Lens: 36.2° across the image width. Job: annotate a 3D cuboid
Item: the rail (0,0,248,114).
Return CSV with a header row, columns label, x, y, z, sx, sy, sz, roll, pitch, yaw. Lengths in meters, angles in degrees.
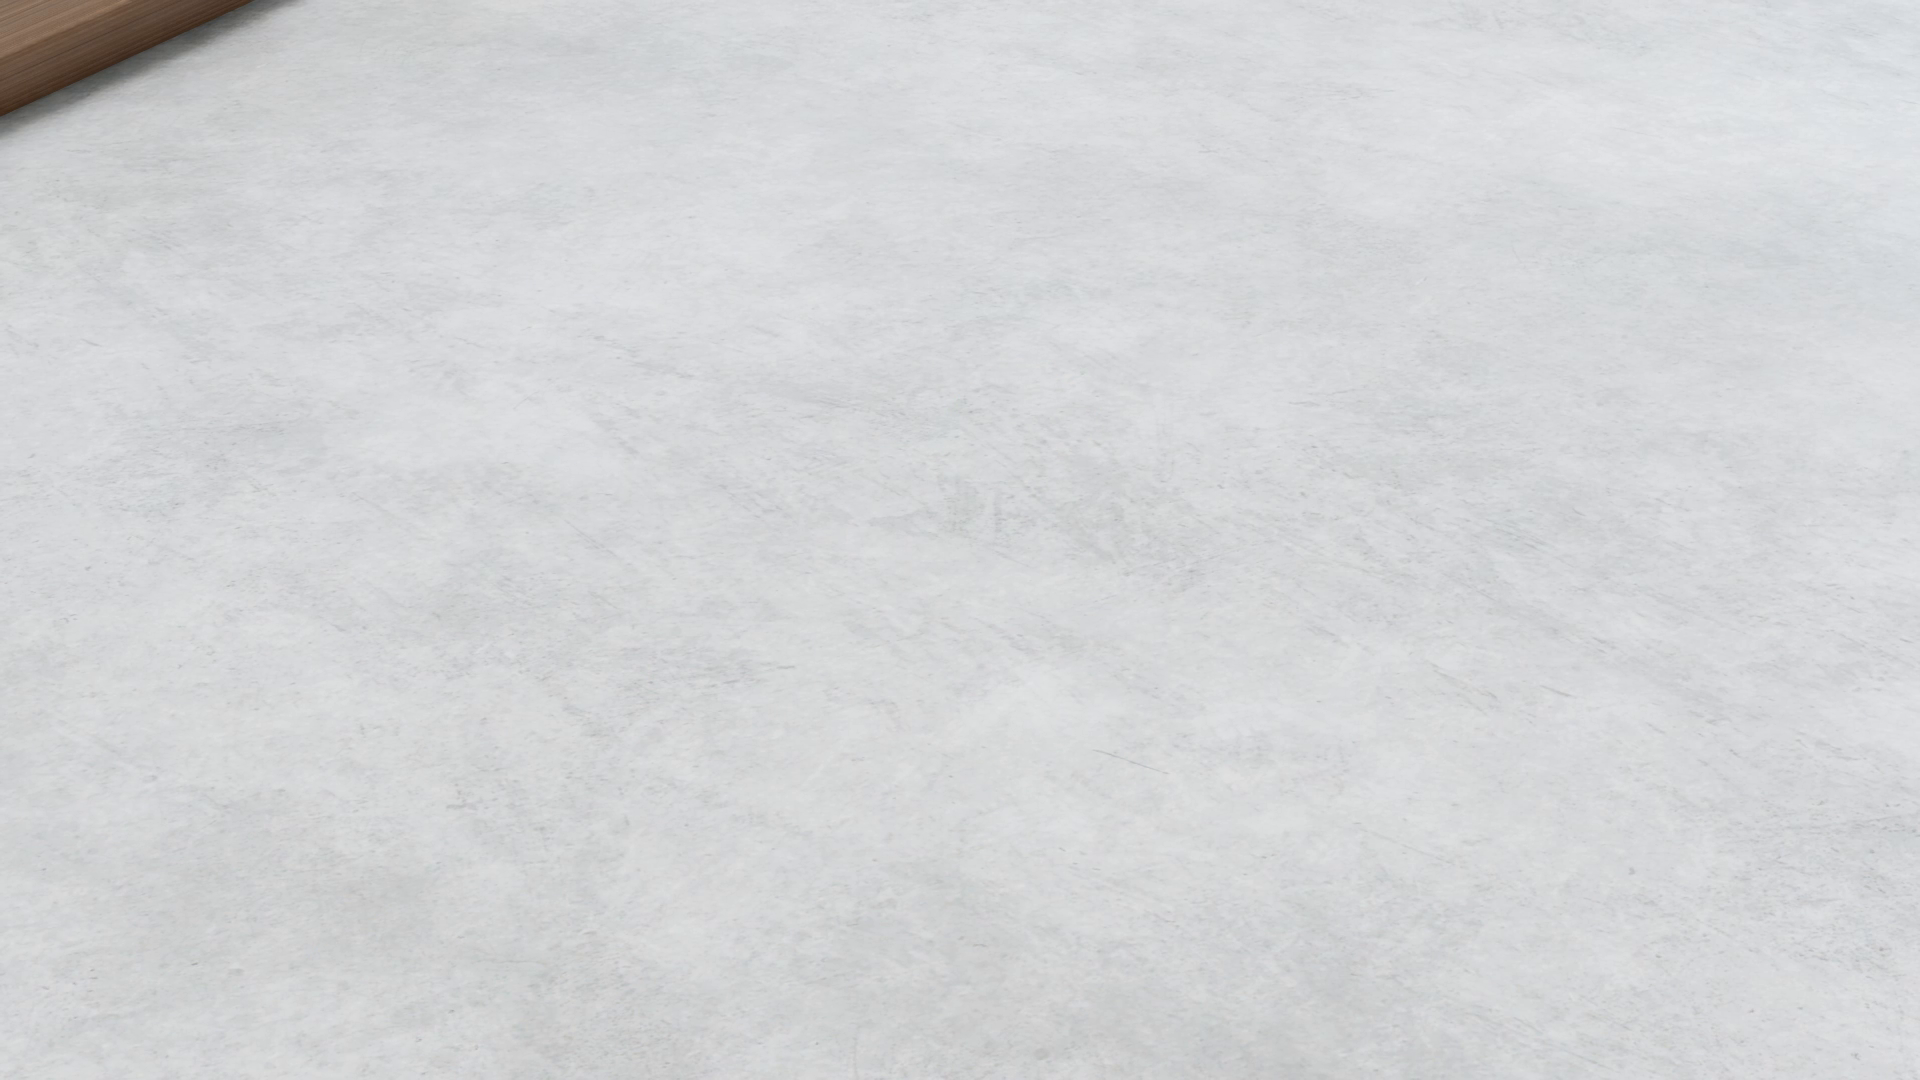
label,x,y,z,sx,sy,sz,roll,pitch,yaw
rail,-0.446,-0.675,2.818,0.045,0.122,4.060,13,31,23
